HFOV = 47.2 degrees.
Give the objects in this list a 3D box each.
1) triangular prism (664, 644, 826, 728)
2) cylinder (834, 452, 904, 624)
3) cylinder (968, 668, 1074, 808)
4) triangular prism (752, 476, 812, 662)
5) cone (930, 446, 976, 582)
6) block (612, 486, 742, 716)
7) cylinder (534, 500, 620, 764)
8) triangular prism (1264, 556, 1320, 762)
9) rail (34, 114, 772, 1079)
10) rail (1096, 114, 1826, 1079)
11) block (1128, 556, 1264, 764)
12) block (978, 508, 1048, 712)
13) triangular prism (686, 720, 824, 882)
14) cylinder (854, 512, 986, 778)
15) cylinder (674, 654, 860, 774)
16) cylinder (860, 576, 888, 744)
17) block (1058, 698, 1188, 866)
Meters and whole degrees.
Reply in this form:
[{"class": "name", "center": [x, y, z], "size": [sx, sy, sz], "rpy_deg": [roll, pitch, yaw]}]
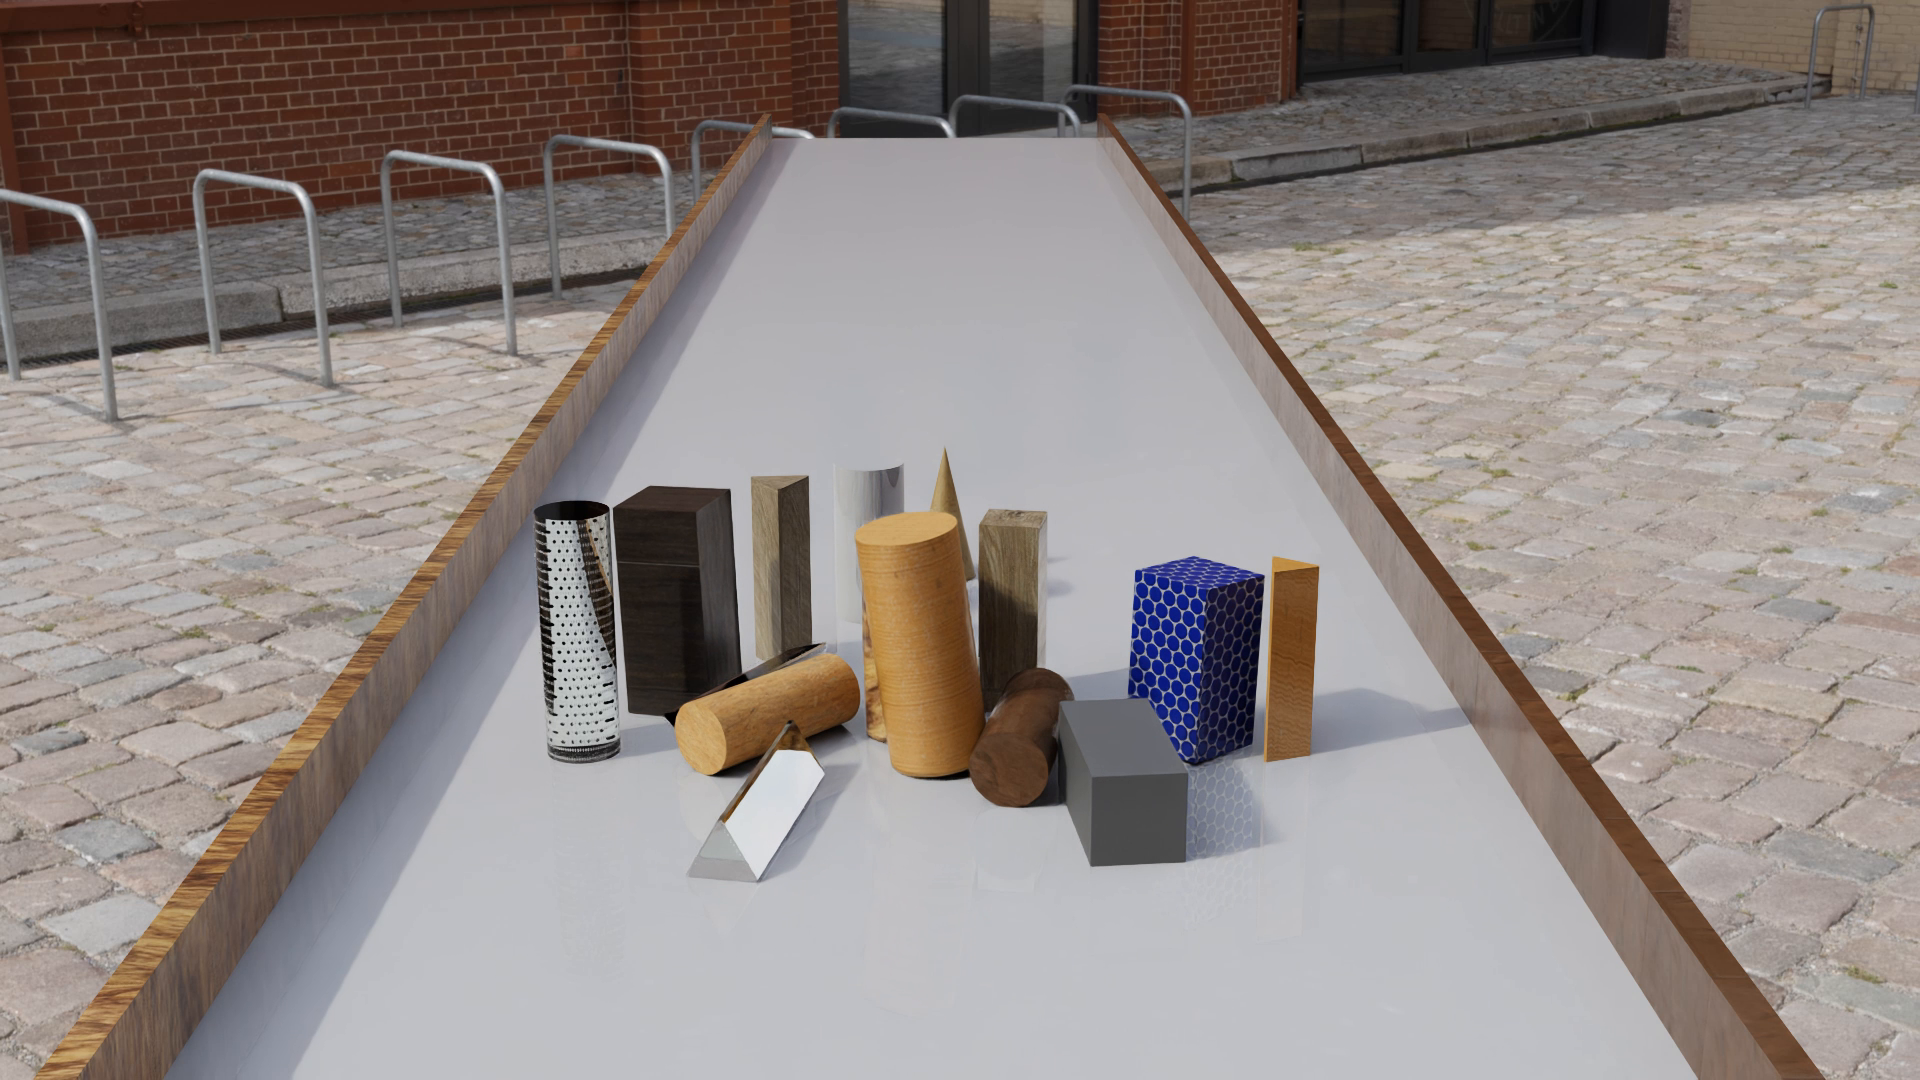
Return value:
[{"class": "triangular prism", "center": [-0.381, 0.273, 4.101], "size": [0.089, 0.077, 0.405], "rpy_deg": [48, 32, 10]}, {"class": "cylinder", "center": [-0.191, -0.004, 4.653], "size": [0.148, 0.334, 0.148], "rpy_deg": [0, 17, 0]}, {"class": "cylinder", "center": [0.112, 0.341, 3.844], "size": [0.136, 0.136, 0.323], "rpy_deg": [3, 17, 10]}, {"class": "triangular prism", "center": [-0.340, 0.060, 4.368], "size": [0.097, 0.375, 0.112], "rpy_deg": [-11, 20, -32]}, {"class": "cone", "center": [-0.034, -0.065, 4.918], "size": [0.138, 0.301, 0.138], "rpy_deg": [0, 17, 0]}, {"class": "block", "center": [-0.527, 0.115, 4.131], "size": [0.165, 0.399, 0.165], "rpy_deg": [3, 17, 16]}, {"class": "cylinder", "center": [-0.676, 0.163, 3.893], "size": [0.131, 0.448, 0.131], "rpy_deg": [0, 17, 0]}, {"class": "triangular prism", "center": [0.569, 0.209, 3.903], "size": [0.093, 0.354, 0.080], "rpy_deg": [-6, 18, -21]}, {"class": "rail", "center": [-1.118, -0.838, 7.780], "size": [0.050, 0.150, 12.000], "rpy_deg": [0, 17, -1]}, {"class": "rail", "center": [0.932, -0.844, 7.801], "size": [0.050, 0.150, 12.000], "rpy_deg": [0, 17, -1]}, {"class": "block", "center": [0.421, 0.211, 3.945], "size": [0.163, 0.317, 0.163], "rpy_deg": [-12, 20, -43]}, {"class": "block", "center": [0.099, 0.135, 4.132], "size": [0.111, 0.366, 0.111], "rpy_deg": [3, 17, 10]}, {"class": "triangular prism", "center": [-0.332, 0.421, 3.628], "size": [0.115, 0.099, 0.435], "rpy_deg": [3, 17, 10]}, {"class": "cylinder", "center": [-0.064, 0.181, 3.832], "size": [0.178, 0.427, 0.178], "rpy_deg": [-7, 18, 2]}, {"class": "cylinder", "center": [-0.342, 0.310, 3.952], "size": [0.133, 0.133, 0.333], "rpy_deg": [14, 22, 39]}, {"class": "cylinder", "center": [-0.102, 0.186, 3.998], "size": [0.149, 0.341, 0.149], "rpy_deg": [-1, 16, 0]}, {"class": "block", "center": [0.265, 0.395, 3.631], "size": [0.153, 0.153, 0.335], "rpy_deg": [-2, 17, -6]}]
